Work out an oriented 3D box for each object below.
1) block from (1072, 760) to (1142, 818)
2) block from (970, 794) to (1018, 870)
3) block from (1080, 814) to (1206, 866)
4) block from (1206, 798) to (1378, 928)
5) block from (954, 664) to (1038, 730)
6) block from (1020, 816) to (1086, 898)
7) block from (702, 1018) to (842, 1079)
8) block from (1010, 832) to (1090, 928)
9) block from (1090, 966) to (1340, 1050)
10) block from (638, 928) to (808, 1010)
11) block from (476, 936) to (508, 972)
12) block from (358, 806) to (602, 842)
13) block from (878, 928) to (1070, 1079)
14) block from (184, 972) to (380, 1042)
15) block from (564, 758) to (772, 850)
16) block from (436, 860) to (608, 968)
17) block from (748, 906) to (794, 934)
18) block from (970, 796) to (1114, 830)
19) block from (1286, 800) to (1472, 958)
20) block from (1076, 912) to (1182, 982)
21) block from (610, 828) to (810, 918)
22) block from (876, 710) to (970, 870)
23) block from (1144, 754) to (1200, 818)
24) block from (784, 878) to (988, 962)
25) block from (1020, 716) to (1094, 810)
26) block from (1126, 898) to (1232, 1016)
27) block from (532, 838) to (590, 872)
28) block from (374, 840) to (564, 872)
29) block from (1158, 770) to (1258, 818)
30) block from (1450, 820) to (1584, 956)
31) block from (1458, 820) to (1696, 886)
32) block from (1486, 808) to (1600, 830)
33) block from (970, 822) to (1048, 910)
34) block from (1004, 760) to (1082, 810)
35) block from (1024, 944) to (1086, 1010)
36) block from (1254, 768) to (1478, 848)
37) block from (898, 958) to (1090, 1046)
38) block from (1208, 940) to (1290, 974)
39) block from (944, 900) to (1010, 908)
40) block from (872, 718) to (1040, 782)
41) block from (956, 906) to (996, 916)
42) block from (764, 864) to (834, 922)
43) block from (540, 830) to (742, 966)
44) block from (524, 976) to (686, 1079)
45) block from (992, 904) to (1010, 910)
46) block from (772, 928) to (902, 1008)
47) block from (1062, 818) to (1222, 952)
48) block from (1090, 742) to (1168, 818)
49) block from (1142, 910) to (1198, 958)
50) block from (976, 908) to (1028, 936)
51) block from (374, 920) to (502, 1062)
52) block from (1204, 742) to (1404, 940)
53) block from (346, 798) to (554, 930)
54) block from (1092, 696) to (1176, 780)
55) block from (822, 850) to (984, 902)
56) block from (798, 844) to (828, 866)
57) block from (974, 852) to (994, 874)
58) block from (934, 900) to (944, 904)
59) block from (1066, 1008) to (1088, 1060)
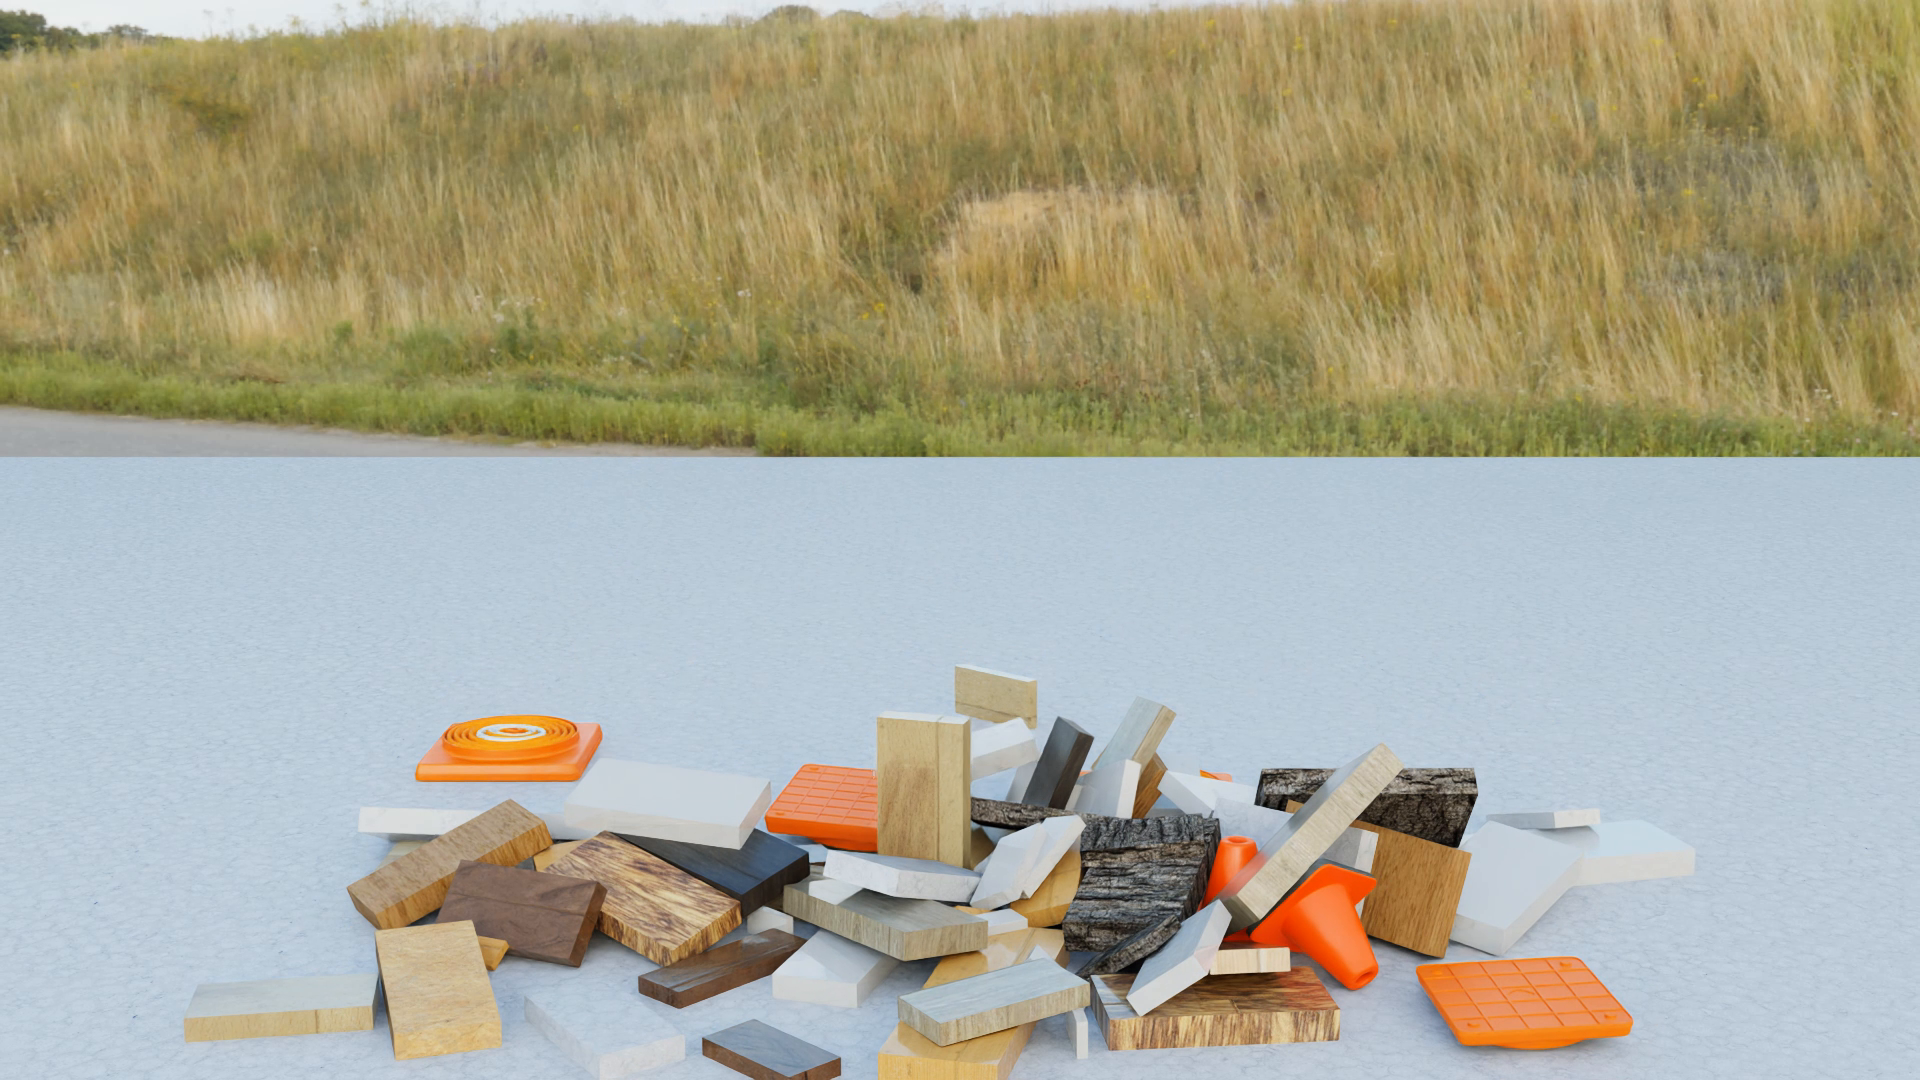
[{"bbox_3d":[0.242,0.459,3.864,0.030,0.106,0.211,22,-24,-20],"label":"block"},{"bbox_3d":[0.008,0.510,3.815,0.132,0.037,0.264,32,16,9],"label":"block"},{"bbox_3d":[0.291,0.478,3.506,0.195,0.028,0.098,-6,18,7],"label":"block"},{"bbox_3d":[0.527,0.518,3.556,0.043,0.151,0.302,19,-8,-42],"label":"block"},{"bbox_3d":[0.076,0.337,4.741,0.211,0.106,0.030,10,14,42],"label":"block"},{"bbox_3d":[0.125,0.509,3.525,0.083,0.023,0.166,-15,27,53],"label":"block"},{"bbox_3d":[-0.257,0.702,2.993,0.092,0.026,0.184,-10,15,-44],"label":"block"},{"bbox_3d":[0.148,0.543,3.534,0.113,0.032,0.227,-16,21,15],"label":"block"},{"bbox_3d":[0.360,0.666,3.133,0.326,0.046,0.163,-1,11,-6],"label":"block"},{"bbox_3d":[-0.349,0.643,3.312,0.092,0.026,0.271,9,14,41],"label":"block"},{"bbox_3d":[-0.742,0.628,3.360,0.095,0.014,0.048,5,45,24],"label":"block"},{"bbox_3d":[-0.777,0.505,3.846,0.509,0.043,0.153,1,-13,6],"label":"block"},{"bbox_3d":[0.030,0.663,3.150,0.163,0.046,0.509,3,11,14],"label":"block"},{"bbox_3d":[-0.967,0.668,3.149,0.255,0.036,0.127,-2,11,-10],"label":"block"},{"bbox_3d":[-0.479,0.431,3.612,0.303,0.043,0.152,6,25,14],"label":"block"},{"bbox_3d":[-0.683,0.577,3.409,0.255,0.127,0.036,5,-29,24],"label":"block"},{"bbox_3d":[-0.298,0.605,3.457,0.014,0.048,0.095,-10,15,-44],"label":"block"},{"bbox_3d":[0.166,0.481,3.738,0.294,0.037,0.130,6,-11,14],"label":"block"},{"bbox_3d":[0.642,0.535,3.496,0.047,0.167,0.333,19,-5,-42],"label":"block"},{"bbox_3d":[0.243,0.607,3.235,0.166,0.023,0.083,-37,-6,34],"label":"block"},{"bbox_3d":[-0.408,0.505,3.552,0.306,0.043,0.153,18,31,35],"label":"block"},{"bbox_3d":[-0.060,0.440,3.659,0.149,0.299,0.042,3,11,17],"label":"block"},{"bbox_3d":[0.384,0.450,3.992,0.106,0.030,0.211,1,21,2],"label":"block"},{"bbox_3d":[-0.118,0.577,3.374,0.149,0.042,0.344,-1,5,-35],"label":"block"},{"bbox_3d":[0.163,0.434,3.908,0.032,0.225,0.112,22,3,-20],"label":"block"},{"bbox_3d":[0.314,0.593,3.134,0.117,0.033,0.233,-36,-1,18],"label":"block"},{"bbox_3d":[-0.534,0.536,3.593,0.306,0.043,0.153,-8,26,-15],"label":"block"},{"bbox_3d":[-0.820,0.556,3.732,0.303,0.043,0.152,0,11,1],"label":"block"},{"bbox_3d":[0.482,0.472,3.884,0.260,0.037,0.130,15,17,-41],"label":"block"},{"bbox_3d":[0.864,0.558,3.551,0.166,0.047,0.333,16,24,33],"label":"block"},{"bbox_3d":[0.906,0.550,3.754,0.678,0.047,0.166,-3,11,-14],"label":"block"},{"bbox_3d":[1.038,0.498,3.920,0.098,0.028,0.195,-1,-7,-23],"label":"block"},{"bbox_3d":[0.078,0.522,3.500,0.083,0.023,0.166,-27,19,32],"label":"block"},{"bbox_3d":[0.149,0.467,4.006,0.032,0.113,0.225,22,2,-20],"label":"block"},{"bbox_3d":[0.141,0.637,3.185,0.108,0.015,0.054,43,17,3],"label":"block"},{"bbox_3d":[0.676,0.452,3.701,0.353,0.176,0.050,0,52,-1],"label":"block"},{"bbox_3d":[0.047,0.638,3.045,0.241,0.033,0.117,-8,12,-30],"label":"block"},{"bbox_3d":[0.399,0.615,3.246,0.117,0.033,0.233,-1,-8,-7],"label":"block"},{"bbox_3d":[0.014,0.594,3.590,0.142,0.020,0.071,-7,13,-35],"label":"block"},{"bbox_3d":[-0.008,0.404,4.001,0.288,0.041,0.144,-17,13,-5],"label":"block"},{"bbox_3d":[0.010,0.594,3.426,0.054,0.015,0.107,-37,-31,23],"label":"block"},{"bbox_3d":[-0.288,0.569,3.578,0.184,0.026,0.092,4,47,22],"label":"block"},{"bbox_3d":[-0.504,0.562,3.445,0.299,0.042,0.149,21,35,32],"label":"block"},{"bbox_3d":[-0.500,0.681,3.080,0.127,0.036,0.255,-7,13,-33],"label":"block"},{"bbox_3d":[0.088,0.606,3.530,0.142,0.020,0.071,-7,13,-34],"label":"block"},{"bbox_3d":[-0.172,0.634,3.328,0.132,0.037,0.264,3,11,18],"label":"block"},{"bbox_3d":[0.291,0.537,3.450,0.176,0.050,0.353,-3,18,18],"label":"block"},{"bbox_3d":[0.309,0.420,3.971,0.032,0.113,0.227,33,9,-19],"label":"block"},{"bbox_3d":[0.255,0.575,3.501,0.151,0.043,0.302,-13,18,-15],"label":"block"},{"bbox_3d":[0.044,0.590,3.376,0.107,0.015,0.054,-6,12,-28],"label":"block"},{"bbox_3d":[-0.758,0.646,3.179,0.144,0.041,0.338,-4,16,-18],"label":"block"},{"bbox_3d":[0.520,0.462,3.363,0.353,0.050,0.176,-41,-6,-25],"label":"block"},{"bbox_3d":[-0.833,0.531,3.591,0.303,0.043,0.152,-28,23,-26],"label":"block"},{"bbox_3d":[0.296,0.393,3.947,0.032,0.227,0.113,33,-7,-19],"label":"block"},{"bbox_3d":[-0.069,0.536,3.487,0.144,0.041,0.288,10,-5,37],"label":"block"},{"bbox_3d":[-0.304,0.546,3.720,0.178,0.025,0.089,0,11,-24],"label":"block"},{"bbox_3d":[0.116,0.545,3.730,0.113,0.032,0.235,5,10,19],"label":"block"},{"bbox_3d":[-0.100,0.598,3.512,0.142,0.020,0.071,-4,13,13],"label":"block"},{"bbox_3d":[0.162,0.675,3.063,0.015,0.054,0.108,-2,11,-5],"label":"block"}]
